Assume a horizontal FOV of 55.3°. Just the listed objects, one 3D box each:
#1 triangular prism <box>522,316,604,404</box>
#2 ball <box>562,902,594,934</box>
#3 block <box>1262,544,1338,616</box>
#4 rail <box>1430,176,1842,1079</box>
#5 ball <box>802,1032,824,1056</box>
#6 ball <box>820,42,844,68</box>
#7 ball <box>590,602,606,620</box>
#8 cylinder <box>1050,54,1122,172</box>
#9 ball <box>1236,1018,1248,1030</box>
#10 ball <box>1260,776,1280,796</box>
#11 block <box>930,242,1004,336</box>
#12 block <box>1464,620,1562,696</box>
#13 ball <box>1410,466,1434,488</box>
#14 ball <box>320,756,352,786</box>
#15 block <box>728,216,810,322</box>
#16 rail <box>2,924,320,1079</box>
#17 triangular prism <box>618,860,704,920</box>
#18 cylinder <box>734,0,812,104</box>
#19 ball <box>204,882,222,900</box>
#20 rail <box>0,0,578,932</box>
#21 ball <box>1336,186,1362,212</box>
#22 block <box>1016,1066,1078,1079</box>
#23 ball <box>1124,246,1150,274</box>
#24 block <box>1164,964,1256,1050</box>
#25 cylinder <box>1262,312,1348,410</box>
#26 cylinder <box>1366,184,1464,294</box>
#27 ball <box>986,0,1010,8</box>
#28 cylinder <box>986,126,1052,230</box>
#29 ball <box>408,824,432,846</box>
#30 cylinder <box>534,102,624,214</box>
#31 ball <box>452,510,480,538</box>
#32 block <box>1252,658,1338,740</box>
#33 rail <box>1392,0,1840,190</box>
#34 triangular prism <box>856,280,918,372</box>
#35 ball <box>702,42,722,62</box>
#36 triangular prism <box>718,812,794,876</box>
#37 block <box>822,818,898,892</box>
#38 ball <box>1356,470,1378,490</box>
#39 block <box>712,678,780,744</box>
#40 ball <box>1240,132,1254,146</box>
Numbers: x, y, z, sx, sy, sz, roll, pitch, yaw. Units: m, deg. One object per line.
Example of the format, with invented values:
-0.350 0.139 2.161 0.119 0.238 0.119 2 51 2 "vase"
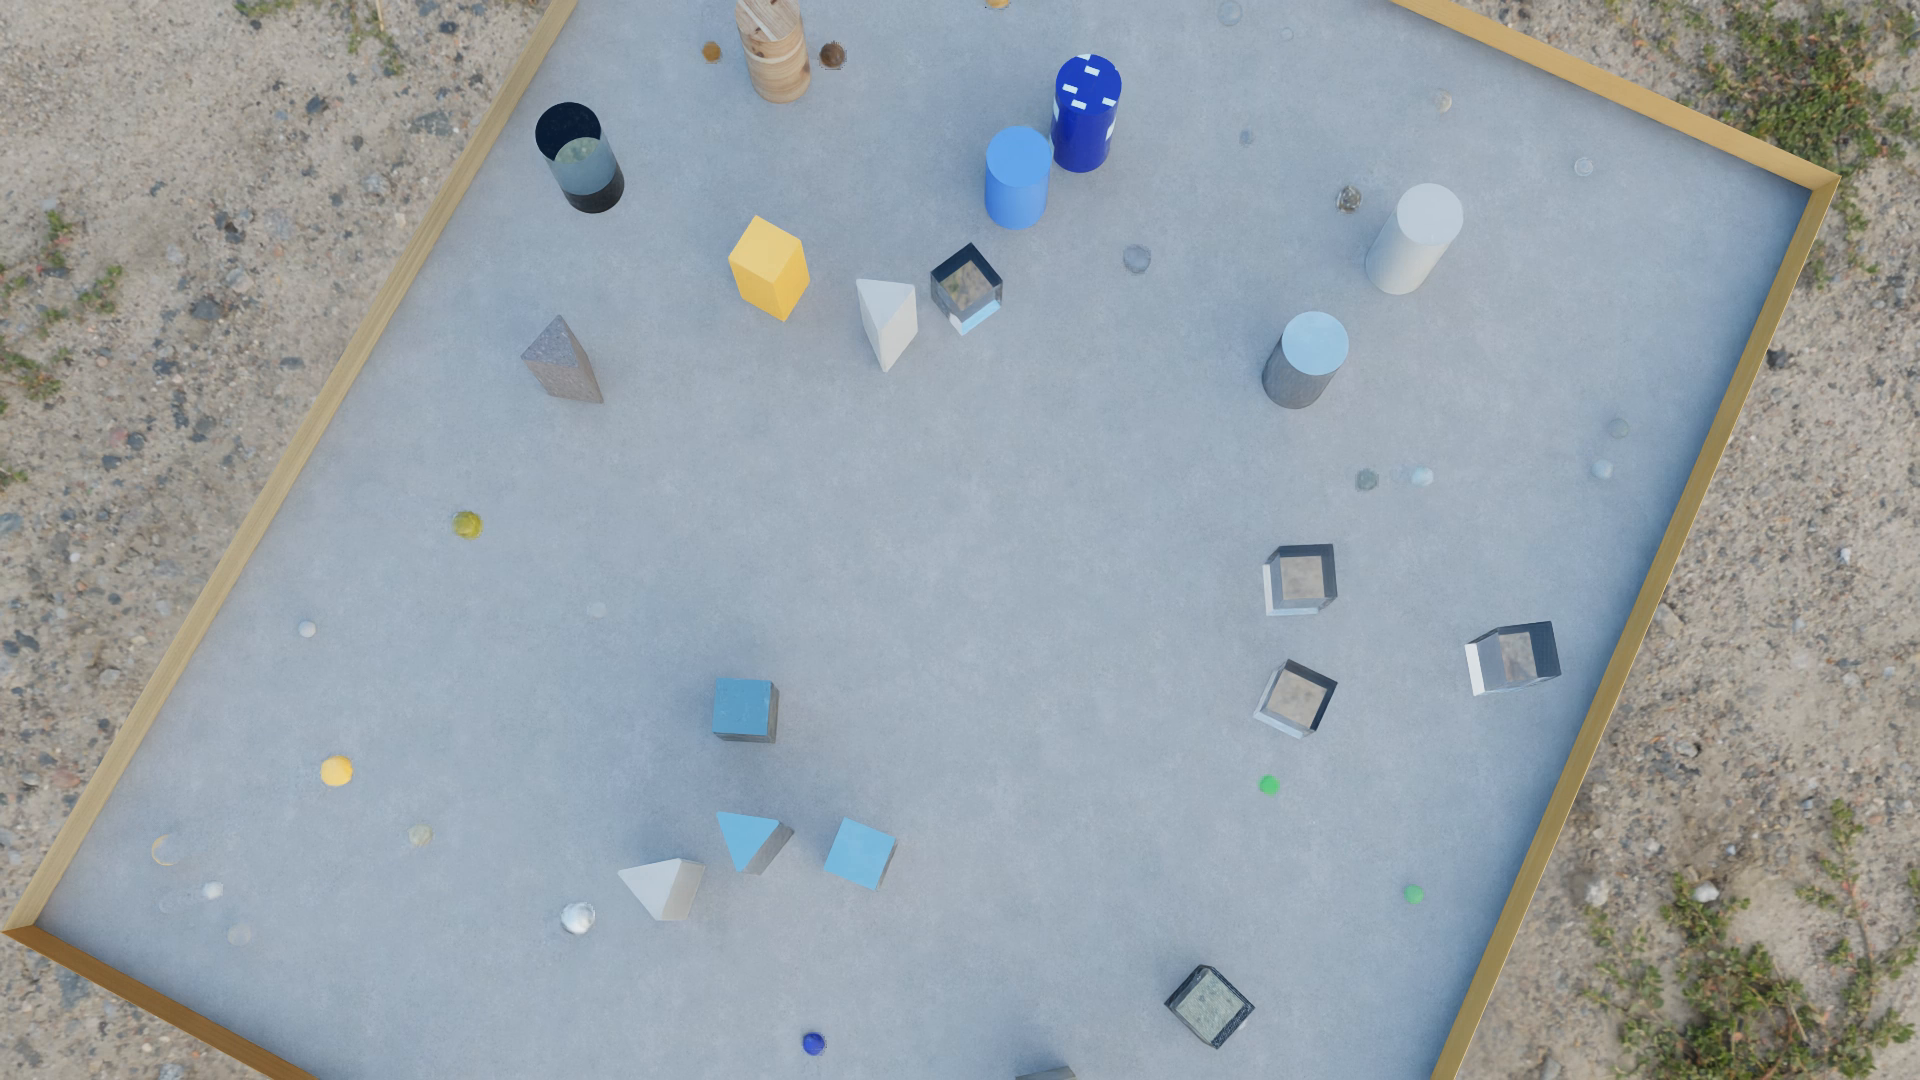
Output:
-1.183 -0.550 5.535 0.170 0.383 0.147 9 78 2 "triangular prism"
-1.115 1.104 5.341 0.093 0.093 0.093 0 78 0 "ball"
1.006 0.121 5.440 0.157 0.296 0.157 -3 78 -1 "block"
1.720 0.849 5.375 0.045 0.128 4.527 26 80 5 "rail"
-0.422 1.453 5.283 0.063 0.063 0.063 0 78 0 "ball"
-0.410 -1.558 5.892 0.081 0.081 0.081 0 78 0 "ball"
-1.095 0.213 5.546 0.052 0.052 0.052 0 78 0 "ball"
0.384 -1.313 5.670 0.197 0.429 0.197 0 78 0 "cylinder"
0.806 1.387 5.299 0.054 0.054 0.054 0 78 0 "ball"
0.918 0.728 5.437 0.057 0.057 0.057 0 78 0 "ball"
0.020 -0.771 5.653 0.157 0.242 0.157 -37 81 -7 "block"
1.616 0.350 5.369 0.157 0.342 0.157 -7 78 -1 "block"
1.417 -0.194 5.622 0.067 0.067 0.067 0 78 0 "ball"
-1.847 0.685 5.428 0.091 0.091 0.091 0 78 0 "ball"
-0.580 -0.826 5.606 0.157 0.356 0.157 30 80 6 "block"
-1.002 1.969 5.143 3.893 0.128 0.045 26 80 5 "rail"
-0.810 0.958 5.171 0.147 0.485 0.170 -41 81 -8 "triangular prism"
-0.579 -1.545 5.720 0.197 0.425 0.197 0 78 0 "cylinder"
-2.194 1.028 5.378 0.051 0.051 0.051 0 78 0 "ball"
-1.720 -0.835 5.723 0.045 0.128 4.527 26 80 5 "rail"
1.232 -1.078 5.798 0.082 0.082 0.082 0 78 0 "ball"
0.252 1.573 5.096 0.157 0.382 0.157 -11 79 -2 "block"
0.557 -0.881 5.756 0.084 0.084 0.084 0 78 0 "ball"
0.703 1.319 5.189 0.157 0.303 0.157 43 82 8 "block"
1.040 -0.539 5.542 0.197 0.365 0.197 0 78 0 "cylinder"
1.381 -0.913 5.590 0.197 0.423 0.197 0 78 0 "cylinder"
0.122 -1.771 5.935 0.094 0.094 0.094 0 78 0 "ball"
0.177 -1.116 5.671 0.197 0.346 0.197 0 78 0 "cylinder"
-1.589 0.870 5.402 0.067 0.067 0.067 0 78 0 "ball"
-1.169 -1.175 5.658 0.197 0.396 0.197 0 78 0 "cylinder"
-1.504 -0.047 5.582 0.086 0.086 0.086 0 78 0 "ball"
0.983 0.471 5.390 0.157 0.253 0.157 26 79 5 "block"
1.002 -1.955 5.955 3.893 0.128 0.045 26 80 5 "rail"
-0.243 -0.676 5.545 0.147 0.414 0.170 36 81 7 "triangular prism"
-0.802 -1.575 5.911 0.061 0.061 0.061 0 78 0 "ball"
-0.601 0.833 5.195 0.147 0.488 0.170 38 81 7 "triangular prism"
-0.283 0.910 5.289 0.157 0.274 0.157 22 79 4 "block"
1.248 -0.182 5.622 0.063 0.063 0.063 0 78 0 "ball"
-0.626 0.503 5.381 0.157 0.257 0.157 4 78 1 "block"
0.919 -1.285 5.860 0.044 0.044 0.044 0 78 0 "ball"
